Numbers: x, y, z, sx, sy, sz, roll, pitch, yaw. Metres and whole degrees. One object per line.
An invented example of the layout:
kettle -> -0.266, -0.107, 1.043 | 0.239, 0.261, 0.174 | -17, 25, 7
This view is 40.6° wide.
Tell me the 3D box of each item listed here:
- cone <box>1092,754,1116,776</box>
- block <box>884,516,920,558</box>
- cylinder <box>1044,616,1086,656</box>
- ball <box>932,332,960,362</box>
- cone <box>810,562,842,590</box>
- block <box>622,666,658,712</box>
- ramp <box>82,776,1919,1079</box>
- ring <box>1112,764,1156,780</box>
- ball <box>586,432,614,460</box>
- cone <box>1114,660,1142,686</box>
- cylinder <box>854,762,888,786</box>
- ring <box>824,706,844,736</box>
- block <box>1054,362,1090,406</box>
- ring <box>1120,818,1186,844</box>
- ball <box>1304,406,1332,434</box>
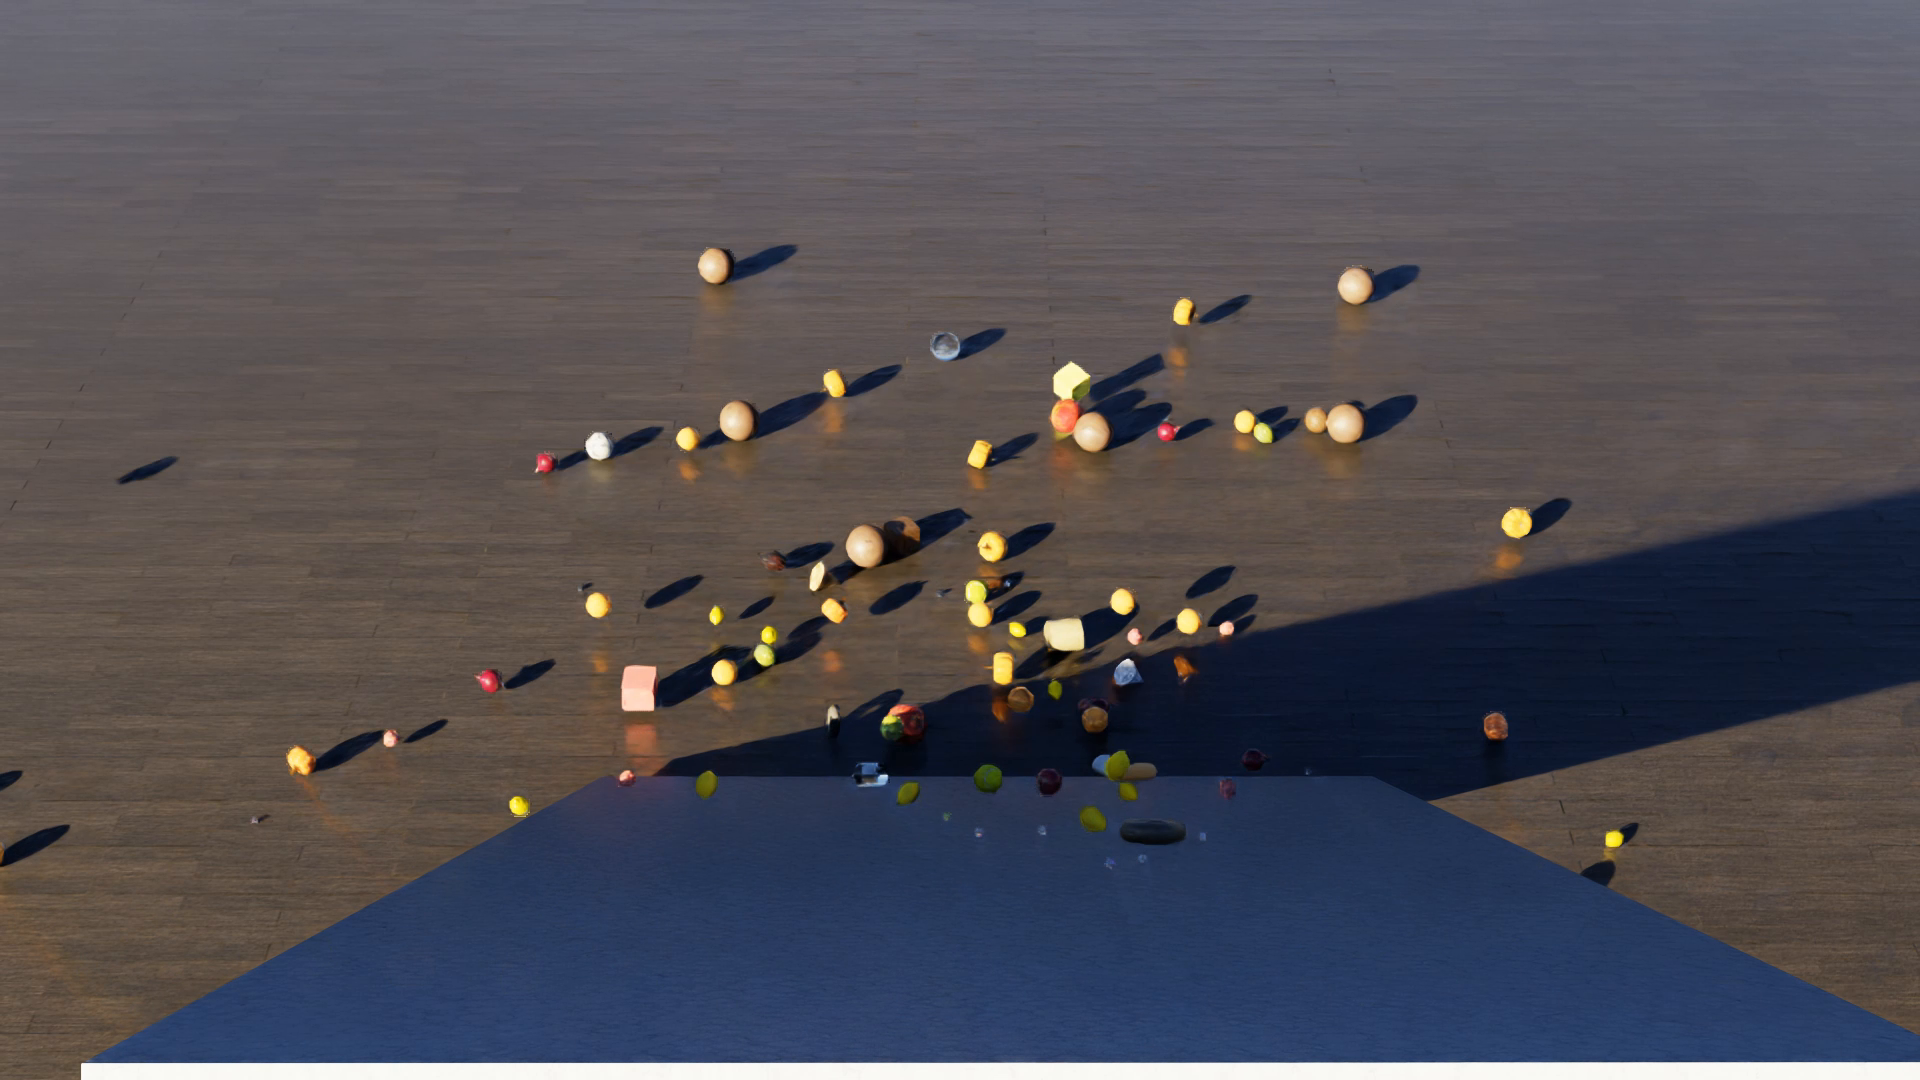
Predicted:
cone -> 0.379, 0.600, 6.742 | 0.062, 0.062, 0.062 | -3, 26, -4
block -> -0.174, -0.011, 7.798 | 0.080, 0.080, 0.080 | -20, 37, -28
cylinder -> 0.295, 0.270, 7.344 | 0.093, 0.093, 0.093 | -16, 35, -9
ball -> -0.048, -0.656, 8.794 | 0.099, 0.099, 0.099 | 0, 32, 0
cone -> -0.385, 0.118, 7.636 | 0.085, 0.085, 0.085 | 15, 25, -28
block -> -0.875, 0.406, 7.081 | 0.085, 0.085, 0.085 | 3, 43, 0
ramp -> 0.072, 0.633, 4.735 | 2.000, 0.100, 4.000 | 0, -1, 0
ring -> 0.445, 0.593, 6.626 | 0.117, 0.039, 0.117 | -3, -3, 0
ball -> -1.145, -0.299, 8.244 | 0.088, 0.088, 0.088 | 0, 32, 0
cone -> 0.483, 0.381, 7.206 | 0.078, 0.078, 0.078 | 28, 14, -38
cylinder -> -0.218, 0.574, 6.350 | 0.060, 0.060, 0.060 | -3, 28, 28
ring -> -0.341, 0.488, 7.002 | 0.029, 0.087, 0.087 | 25, 31, -10
block -> 0.365, -0.510, 8.473 | 0.083, 0.083, 0.083 | -38, 60, -21
ring -> 0.376, 0.567, 5.042 | 0.129, 0.043, 0.129 | 0, -2, 0
ball -> 1.158, -0.388, 8.385 | 0.086, 0.086, 0.086 | 0, 32, 0
